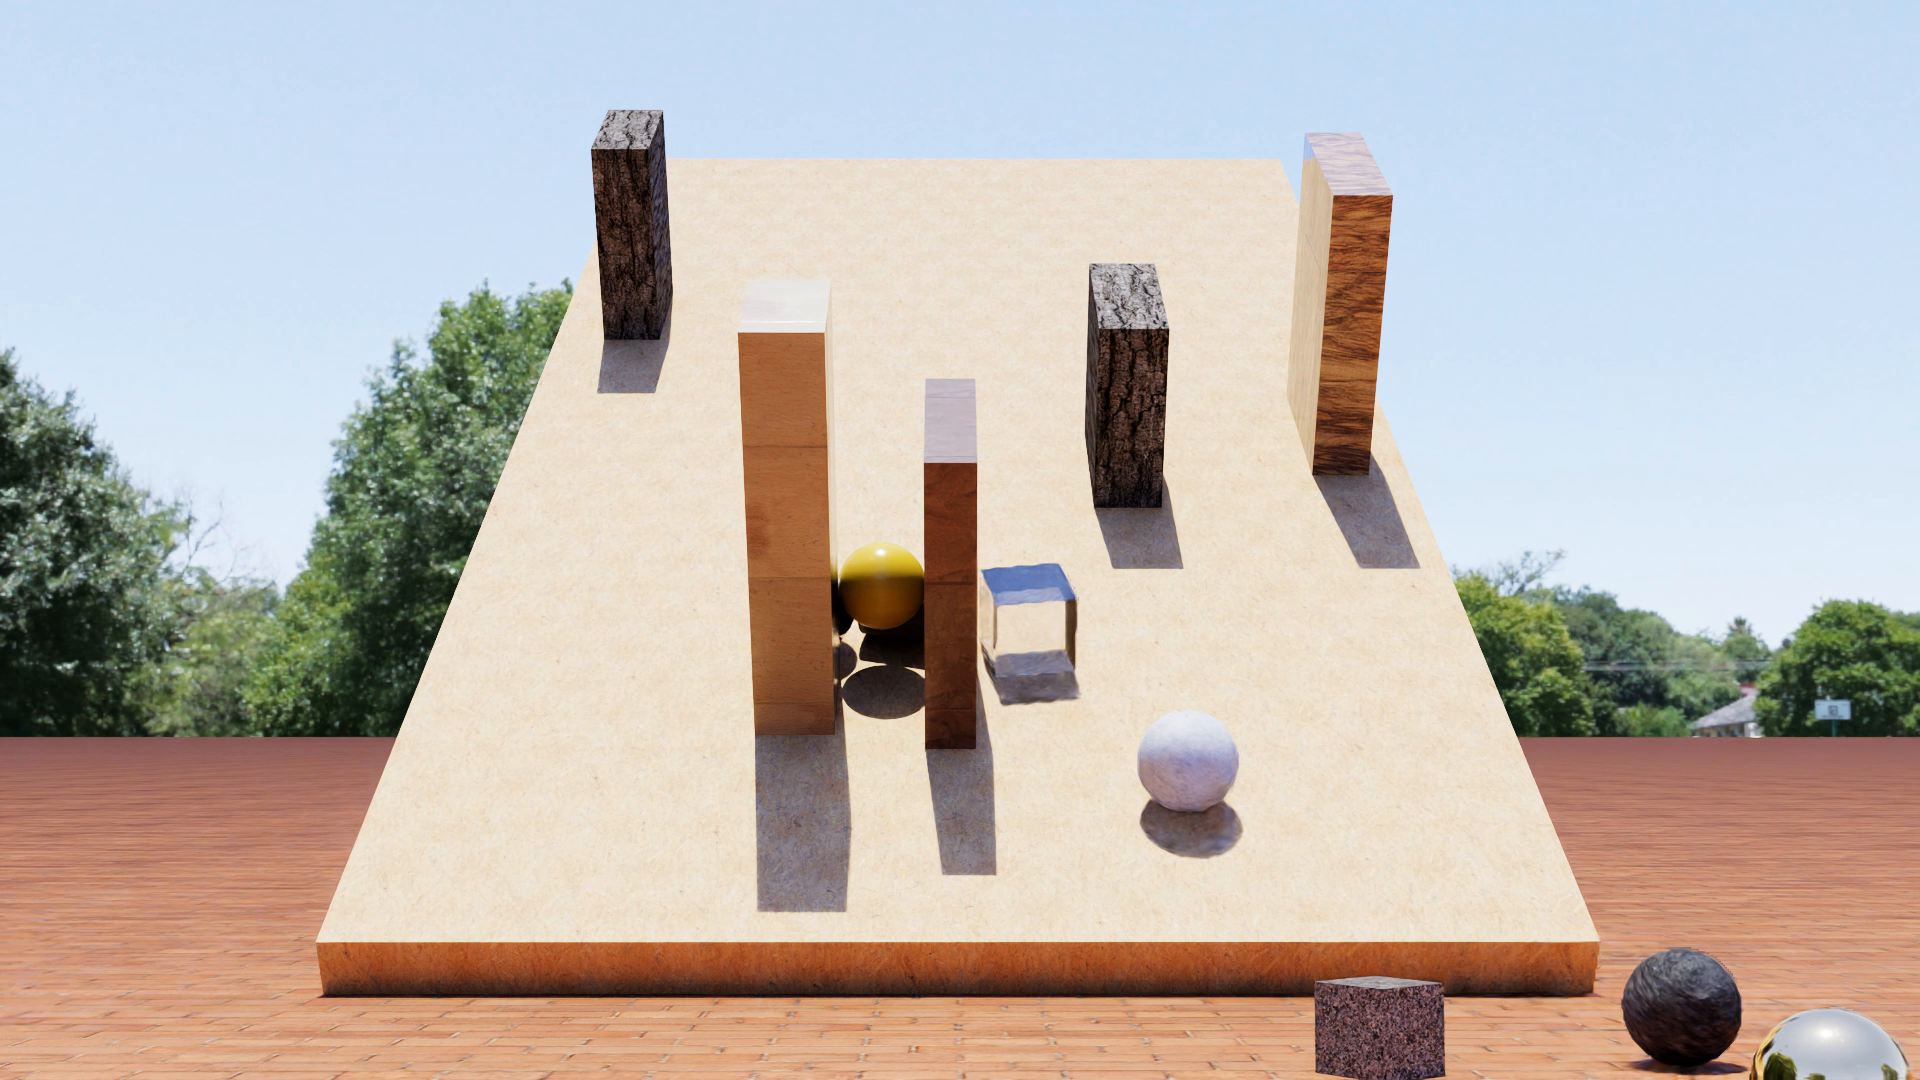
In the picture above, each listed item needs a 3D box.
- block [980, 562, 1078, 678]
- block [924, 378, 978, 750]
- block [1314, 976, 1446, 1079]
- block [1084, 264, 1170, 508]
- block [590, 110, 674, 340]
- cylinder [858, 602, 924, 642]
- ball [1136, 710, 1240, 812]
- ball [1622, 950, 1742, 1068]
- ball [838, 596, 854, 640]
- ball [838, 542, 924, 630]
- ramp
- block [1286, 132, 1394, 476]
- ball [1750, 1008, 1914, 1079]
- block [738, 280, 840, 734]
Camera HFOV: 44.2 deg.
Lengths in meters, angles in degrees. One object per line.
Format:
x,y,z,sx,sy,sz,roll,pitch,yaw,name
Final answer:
0.127,0.150,4.460,0.152,0.152,0.152,-5,27,-10,block
-0.017,0.040,4.227,0.090,0.558,0.361,0,27,0,block
0.507,0.590,2.860,0.109,0.109,0.109,4,-6,-38,block
0.359,-0.341,5.151,0.145,0.411,0.393,0,27,0,block
-0.822,-0.796,5.960,0.139,0.493,0.332,0,27,0,block
-0.115,0.124,4.536,0.130,0.130,0.130,8,-3,14,cylinder
0.384,0.373,3.995,0.173,0.173,0.173,0,-5,0,ball
0.892,0.578,2.925,0.143,0.143,0.143,0,-5,0,ball
-0.278,0.131,4.488,0.159,0.159,0.159,0,-5,0,ball
-0.145,0.084,4.397,0.164,0.164,0.164,0,-5,0,ball
-0.010,-0.227,5.492,2.000,0.100,4.000,0,27,0,ramp
0.838,-0.530,5.271,0.125,0.644,0.443,0,27,0,block
0.832,0.522,2.260,0.148,0.148,0.148,0,-5,0,ball
-0.295,-0.052,4.169,0.143,0.772,0.246,0,27,0,block
